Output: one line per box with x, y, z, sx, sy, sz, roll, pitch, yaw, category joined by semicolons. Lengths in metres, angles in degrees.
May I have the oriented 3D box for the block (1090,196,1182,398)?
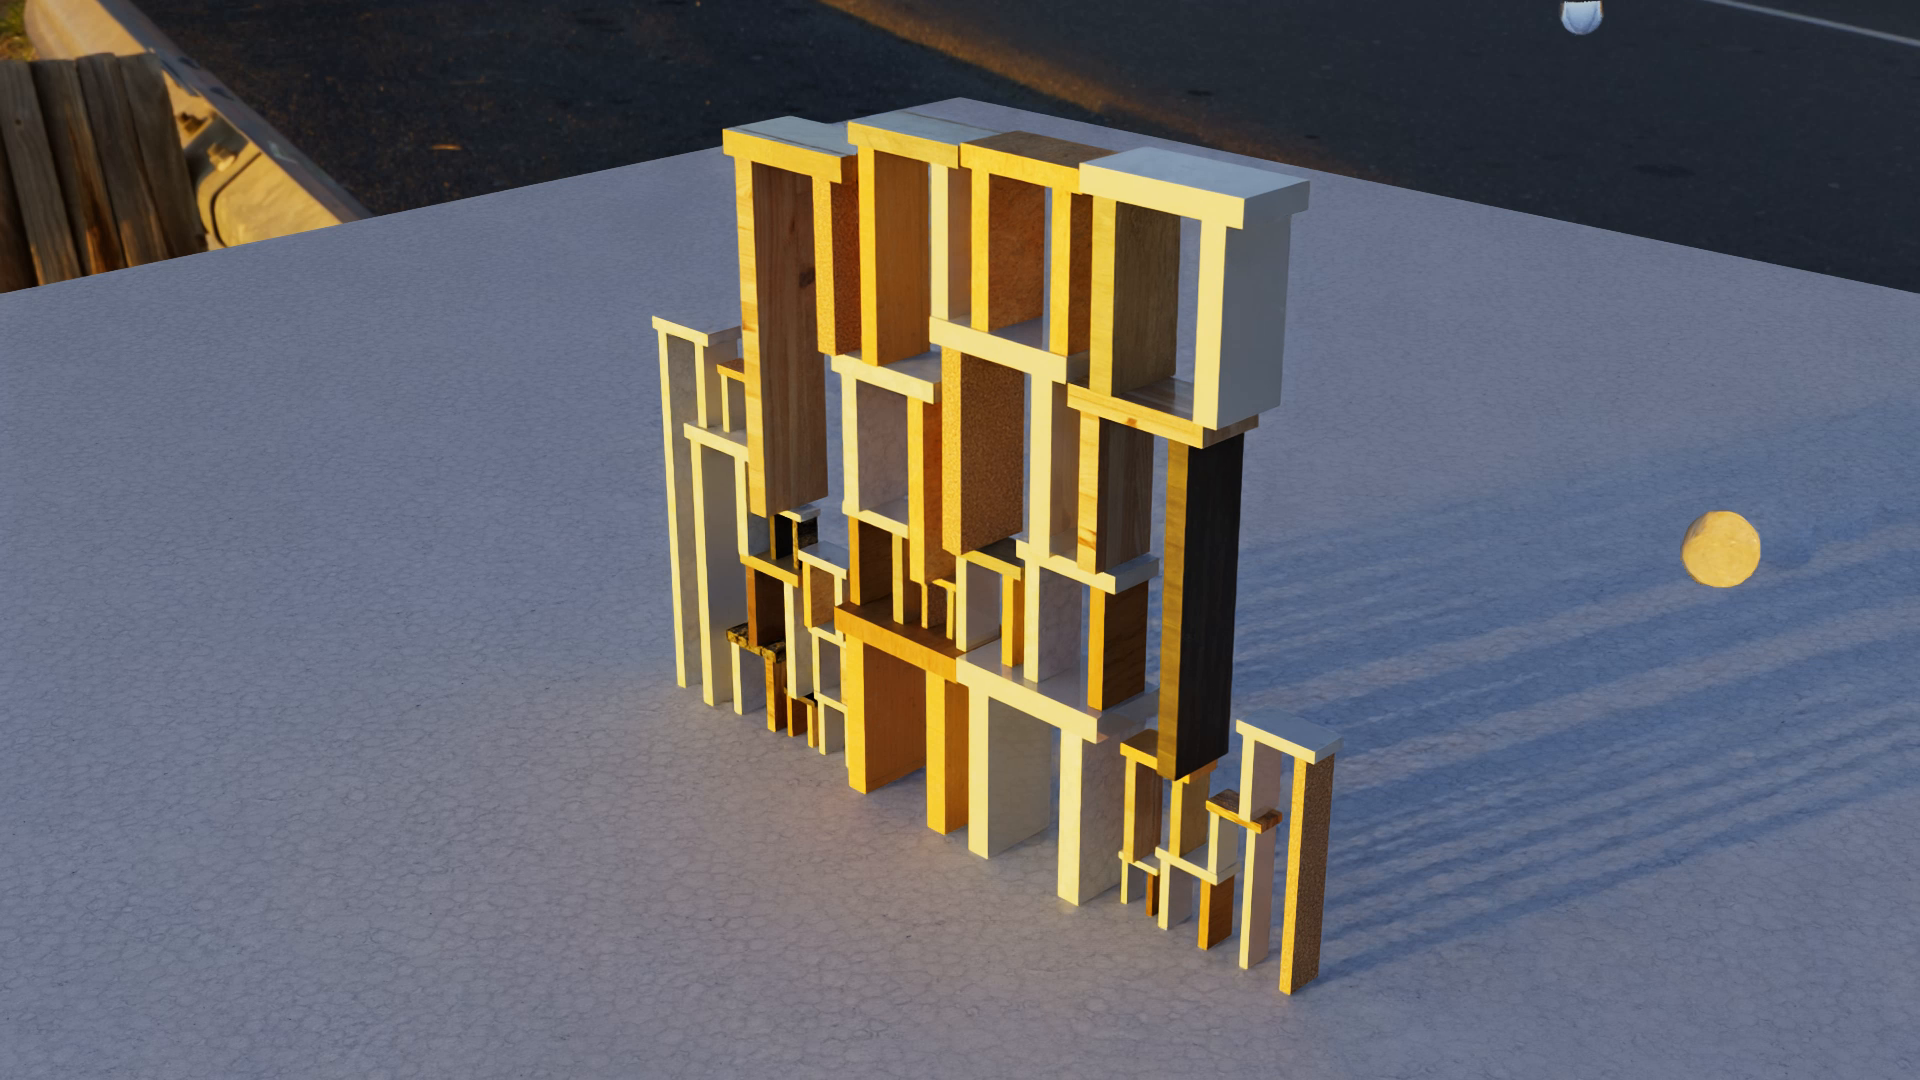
0.297;-0.427;3.717;0.048;0.340;0.170;21;31;40;block

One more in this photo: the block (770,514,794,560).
-0.373;-0.018;4.624;0.055;0.110;0.016;-21;31;-40;block

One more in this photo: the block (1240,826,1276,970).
0.530;0.628;3.915;0.017;0.285;0.061;21;31;41;block

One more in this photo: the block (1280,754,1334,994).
0.602;0.572;3.816;0.023;0.467;0.082;21;31;41;block

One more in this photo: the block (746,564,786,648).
-0.412;0.128;4.724;0.093;0.185;0.026;-21;31;-41;block

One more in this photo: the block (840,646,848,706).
-0.217;0.273;4.583;0.019;0.131;0.066;21;31;41;block

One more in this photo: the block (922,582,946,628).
-0.051;0.118;4.331;0.052;0.104;0.015;-21;31;-41;block

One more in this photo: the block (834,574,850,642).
-0.222;0.131;4.515;0.073;0.147;0.021;-21;31;-40;block

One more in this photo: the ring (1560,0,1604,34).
1.694;-1.550;5.976;0.116;0.349;0.349;2;23;16;ring

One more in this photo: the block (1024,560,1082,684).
0.174;0.135;4.092;0.034;0.239;0.120;21;31;41;block

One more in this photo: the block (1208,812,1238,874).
0.473;0.531;3.937;0.017;0.122;0.061;21;31;40;block

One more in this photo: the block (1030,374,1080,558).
0.202;-0.152;3.943;0.168;0.337;0.048;-21;31;-41;block

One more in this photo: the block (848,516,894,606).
-0.178;0.029;4.433;0.027;0.189;0.095;21;31;41;block

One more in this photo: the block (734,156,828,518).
-0.356;-0.417;4.433;0.171;0.742;0.048;-21;31;-40;block

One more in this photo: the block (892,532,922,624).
-0.089;0.064;4.351;0.027;0.189;0.095;21;31;41;block

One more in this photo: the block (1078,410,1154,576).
0.275;-0.102;3.875;0.042;0.298;0.149;21;31;40;block

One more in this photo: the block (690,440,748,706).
-0.521;0.063;4.813;0.031;0.625;0.109;21;31;41;block

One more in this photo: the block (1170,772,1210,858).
0.417;0.489;3.987;0.023;0.160;0.080;21;31;40;block

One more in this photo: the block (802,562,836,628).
-0.291;0.104;4.579;0.073;0.147;0.021;-21;31;-41;block

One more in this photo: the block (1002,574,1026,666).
0.121;0.140;4.152;0.092;0.184;0.026;-21;31;-41;block

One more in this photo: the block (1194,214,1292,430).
0.458;-0.365;3.569;0.048;0.340;0.170;21;31;41;block

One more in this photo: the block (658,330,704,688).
-0.598;-0.068;4.847;0.026;0.840;0.092;21;31;41;block

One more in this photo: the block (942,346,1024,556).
0.044;-0.185;4.103;0.168;0.400;0.048;-21;31;-40;block

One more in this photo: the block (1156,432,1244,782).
0.415;0.108;3.811;0.042;0.634;0.149;21;31;41;block

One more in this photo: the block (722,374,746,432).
-0.469;-0.294;4.615;0.063;0.125;0.018;-21;31;-41;block

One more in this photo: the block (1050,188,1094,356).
0.221;-0.473;3.781;0.144;0.287;0.041;-21;31;-41;block

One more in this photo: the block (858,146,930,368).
-0.122;-0.542;4.118;0.040;0.415;0.141;21;30;40;block

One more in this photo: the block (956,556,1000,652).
0.035;0.111;4.234;0.092;0.194;0.026;-21;31;-40;block

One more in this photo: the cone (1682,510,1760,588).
1.905;0.028;5.582;0.192;0.192;0.192;2;-3;4;cone

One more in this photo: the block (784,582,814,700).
-0.325;0.200;4.659;0.093;0.267;0.026;-21;31;-40;block

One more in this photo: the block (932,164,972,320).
0.013;-0.551;3.970;0.040;0.282;0.141;21;31;40;block

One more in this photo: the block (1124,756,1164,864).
0.340;0.486;4.066;0.023;0.217;0.080;21;31;41;block

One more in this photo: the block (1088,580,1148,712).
0.287;0.179;3.988;0.034;0.239;0.120;21;31;41;block

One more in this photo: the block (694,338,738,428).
-0.511;-0.336;4.639;0.026;0.184;0.092;21;31;41;block

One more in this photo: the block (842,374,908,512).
-0.164;-0.206;4.318;0.040;0.279;0.140;21;31;40;block

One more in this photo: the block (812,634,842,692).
-0.280;0.249;4.640;0.019;0.131;0.066;21;31;41;block

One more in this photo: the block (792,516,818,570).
-0.322;0.002;4.576;0.055;0.110;0.016;-21;31;-40;block

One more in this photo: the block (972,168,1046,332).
0.086;-0.526;3.906;0.144;0.287;0.041;-21;31;-40;block

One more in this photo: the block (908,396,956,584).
-0.033;-0.111;4.217;0.139;0.376;0.040;-21;31;-40;block

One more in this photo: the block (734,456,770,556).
-0.419;-0.084;4.639;0.109;0.219;0.031;-21;31;-40;block

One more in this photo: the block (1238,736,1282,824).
0.524;0.402;3.828;0.023;0.165;0.082;21;31;40;block

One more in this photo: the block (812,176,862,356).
-0.197;-0.538;4.206;0.048;0.341;0.171;20;31;40;block

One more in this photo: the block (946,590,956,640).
-0.001;0.137;4.285;0.052;0.104;0.015;-21;33;-41;block
